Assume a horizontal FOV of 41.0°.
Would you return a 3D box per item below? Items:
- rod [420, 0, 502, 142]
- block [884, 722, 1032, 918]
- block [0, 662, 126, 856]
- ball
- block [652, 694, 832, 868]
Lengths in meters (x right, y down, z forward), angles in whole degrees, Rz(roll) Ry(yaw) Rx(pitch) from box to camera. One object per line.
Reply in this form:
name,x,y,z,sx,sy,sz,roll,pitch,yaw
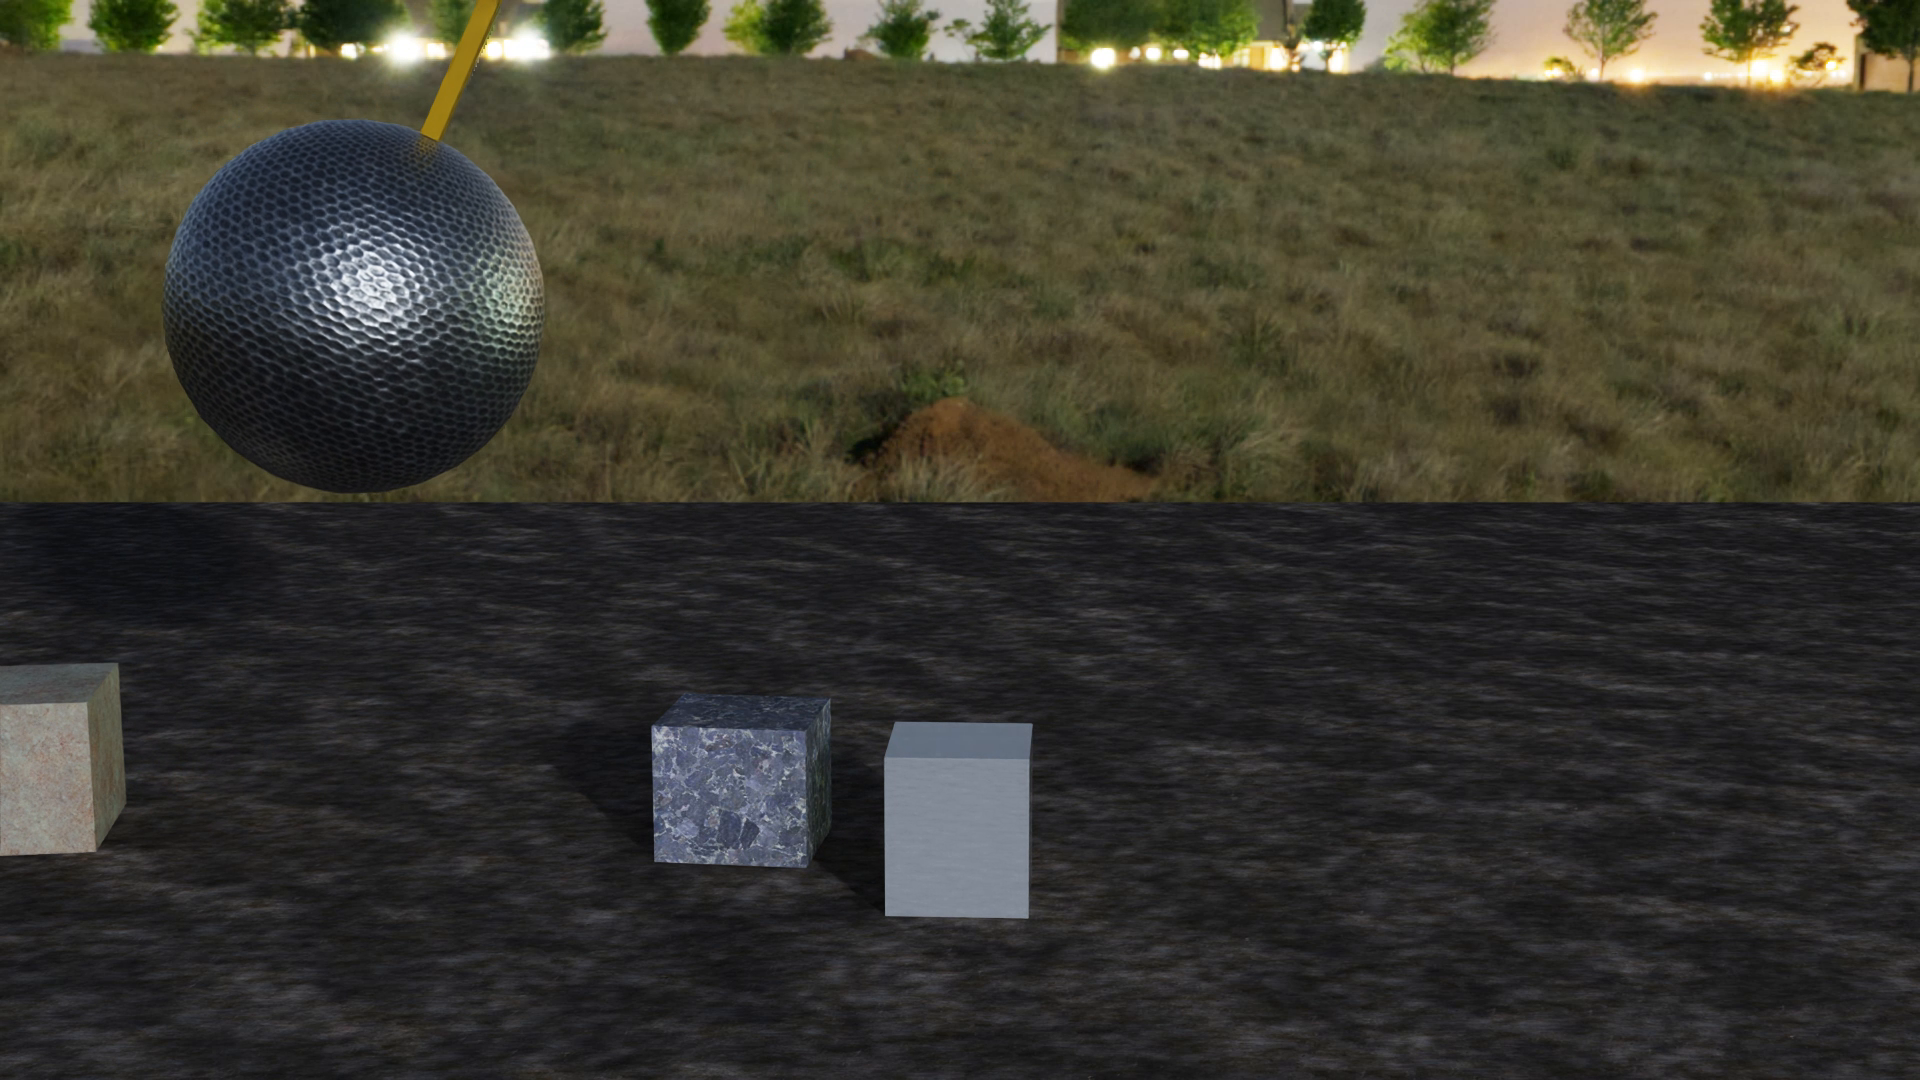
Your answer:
rod,-1.121,-4.015,10.450,0.080,5.200,0.080,25,9,-4
block,0.001,1.197,11.050,0.606,0.692,0.598,1,10,3
block,-4.373,1.018,12.001,0.743,0.704,0.805,-1,10,-8
ball,-2.587,-0.997,10.999,1.600,1.600,1.600,0,10,0
block,-0.992,1.095,11.781,0.698,0.631,0.625,1,10,7
